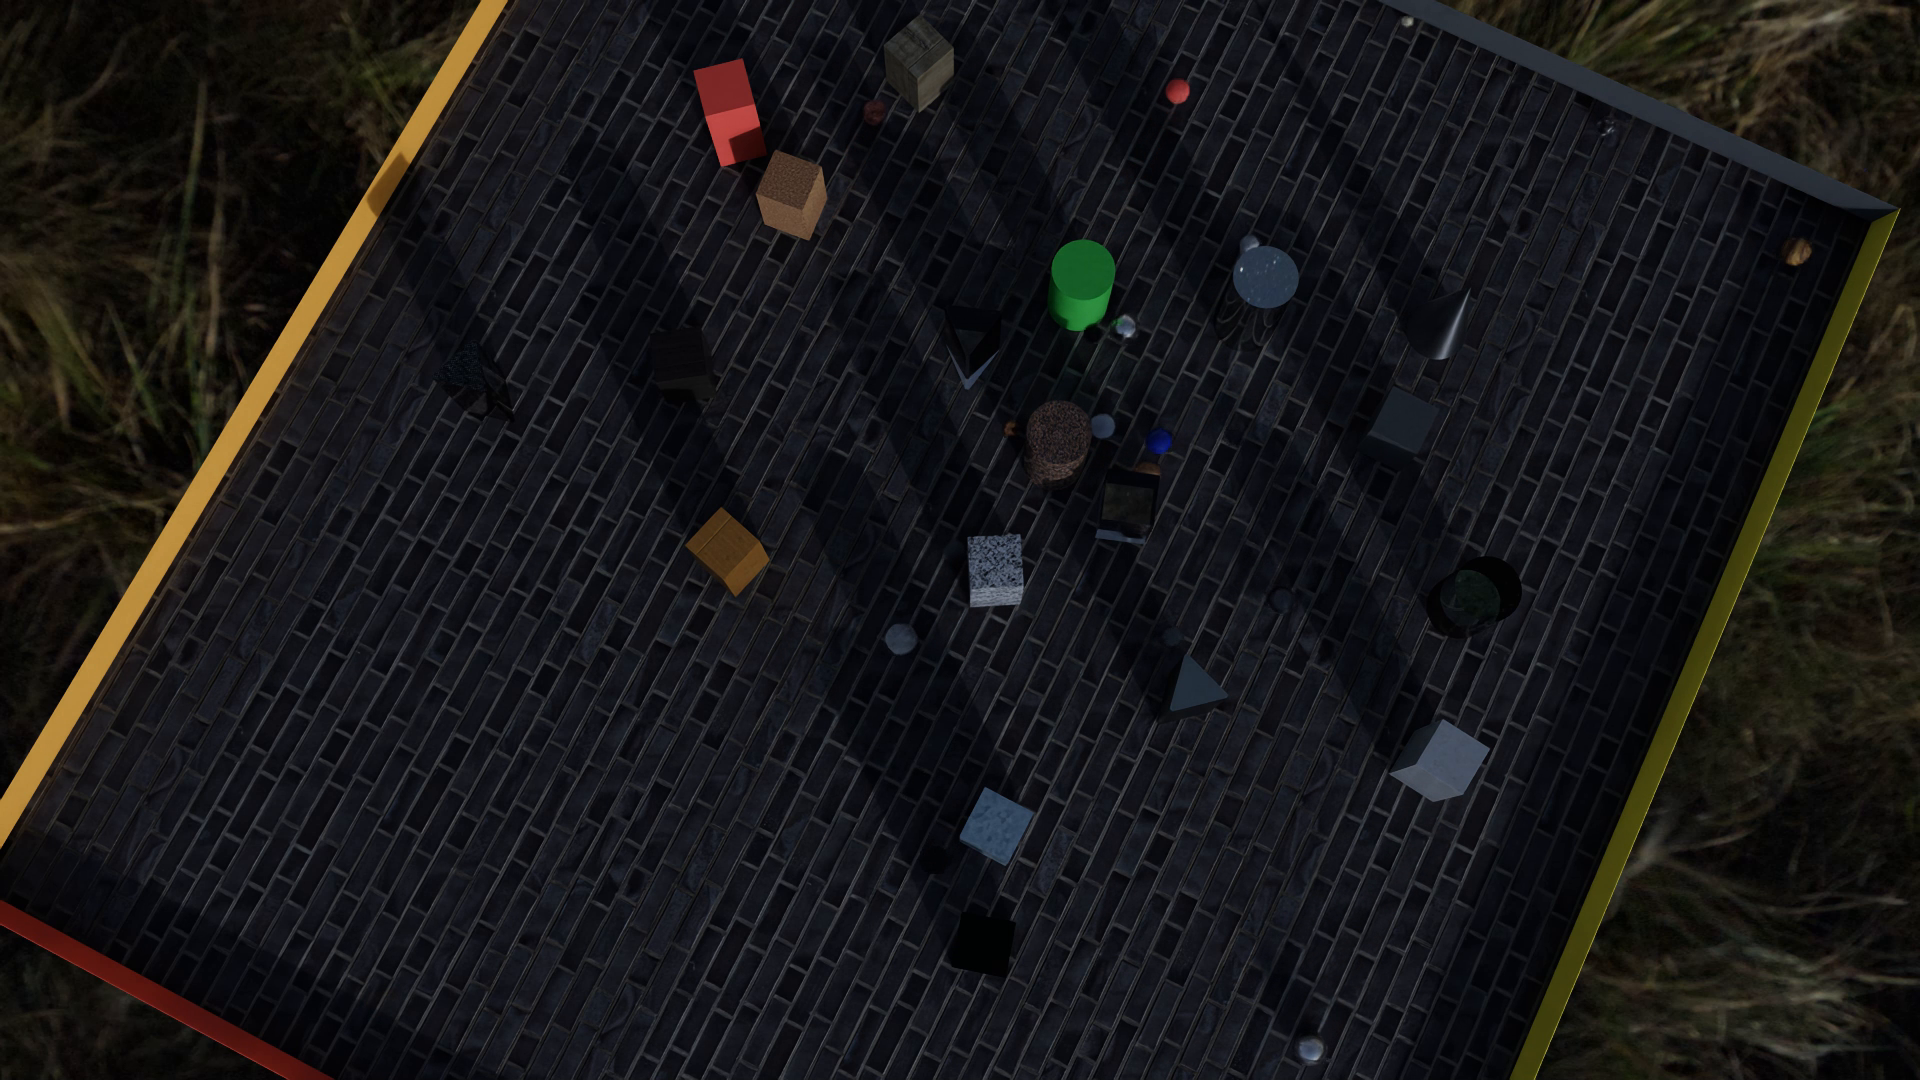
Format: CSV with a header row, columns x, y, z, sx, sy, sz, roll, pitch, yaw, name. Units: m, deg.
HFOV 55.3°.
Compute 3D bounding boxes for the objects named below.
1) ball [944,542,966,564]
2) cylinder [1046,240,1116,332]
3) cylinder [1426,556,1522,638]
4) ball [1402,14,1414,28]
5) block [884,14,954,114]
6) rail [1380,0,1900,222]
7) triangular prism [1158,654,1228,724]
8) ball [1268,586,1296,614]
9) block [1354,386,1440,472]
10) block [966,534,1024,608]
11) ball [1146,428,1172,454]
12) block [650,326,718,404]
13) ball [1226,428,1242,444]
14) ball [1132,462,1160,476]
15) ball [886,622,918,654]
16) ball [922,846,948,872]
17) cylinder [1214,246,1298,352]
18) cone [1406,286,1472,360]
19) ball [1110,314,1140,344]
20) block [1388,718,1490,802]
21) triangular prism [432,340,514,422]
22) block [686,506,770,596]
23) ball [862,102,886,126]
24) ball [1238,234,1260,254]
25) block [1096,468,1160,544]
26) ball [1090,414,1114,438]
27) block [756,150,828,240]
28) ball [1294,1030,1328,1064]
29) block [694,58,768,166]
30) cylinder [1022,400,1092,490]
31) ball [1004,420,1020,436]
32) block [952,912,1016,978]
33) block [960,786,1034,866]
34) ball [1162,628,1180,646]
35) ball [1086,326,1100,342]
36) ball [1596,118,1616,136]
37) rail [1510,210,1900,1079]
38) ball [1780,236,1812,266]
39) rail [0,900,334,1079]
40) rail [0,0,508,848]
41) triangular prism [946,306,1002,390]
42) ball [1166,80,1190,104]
x,y,z,sx,sy,sz,roll,pitch,yaw,name
-0.013,0.038,5.574,0.068,0.068,0.068,0,78,0,ball
0.370,-0.779,5.628,0.192,0.293,0.192,0,78,0,cylinder
1.515,0.173,5.414,0.192,0.326,0.192,0,78,0,cylinder
1.453,-1.684,5.944,0.042,0.042,0.042,0,78,0,ball
-0.128,-1.505,5.801,0.154,0.248,0.154,-43,81,-8,block
0.994,-1.940,5.953,4.300,0.125,0.045,26,80,5,rail
0.656,0.427,5.344,0.166,0.361,0.144,-13,79,-3,triangular prism
0.972,0.181,5.537,0.083,0.083,0.083,0,78,0,ball
1.327,-0.336,5.568,0.154,0.231,0.154,28,80,5,block
0.103,0.093,5.439,0.154,0.310,0.154,-3,78,-1,block
0.613,-0.305,5.639,0.080,0.080,0.080,0,78,0,ball
-0.844,-0.532,5.604,0.154,0.241,0.154,-9,78,-2,block
0.846,-0.319,5.657,0.049,0.049,0.049,0,78,0,ball
0.569,-0.193,5.610,0.091,0.091,0.091,0,78,0,ball
-0.175,0.297,5.506,0.096,0.096,0.096,0,78,0,ball
-0.074,0.937,5.383,0.078,0.078,0.078,0,78,0,ball
0.892,-0.725,5.553,0.192,0.419,0.192,0,78,0,cylinder
1.495,-0.699,5.556,0.192,0.402,0.192,0,78,0,cone
0.516,-0.659,5.706,0.092,0.092,0.092,0,78,0,ball
1.386,0.642,5.315,0.154,0.330,0.154,33,80,6,block
-1.447,-0.490,5.545,0.166,0.339,0.144,15,79,3,triangular prism
-0.690,0.039,5.459,0.154,0.292,0.154,41,81,8,block
-0.275,-1.364,5.860,0.075,0.075,0.075,0,78,0,ball
0.912,-0.928,5.775,0.065,0.065,0.065,0,78,0,ball
0.500,-0.098,5.498,0.154,0.271,0.154,8,78,2,block
0.438,-0.351,5.650,0.078,0.078,0.078,0,78,0,ball
-0.522,-1.072,5.708,0.154,0.254,0.154,21,79,4,block
1.008,1.459,5.267,0.094,0.094,0.094,0,78,0,ball
-0.710,-1.324,5.699,0.154,0.375,0.154,-15,79,-3,block
0.289,-0.281,5.502,0.192,0.338,0.192,0,78,0,cylinder
0.158,-0.345,5.663,0.049,0.049,0.049,0,78,0,ball
0.066,1.153,5.230,0.154,0.290,0.154,11,79,2,block
0.102,0.825,5.259,0.154,0.365,0.154,27,80,5,block
0.639,0.294,5.527,0.055,0.055,0.055,0,78,0,ball
0.417,-0.643,5.726,0.046,0.046,0.046,0,78,0,ball
2.065,-1.322,5.860,0.058,0.058,0.058,0,78,0,ball
1.902,0.938,5.358,0.045,0.125,4.491,26,80,5,rail
2.624,-0.907,5.757,0.091,0.091,0.091,0,78,0,ball
-0.994,1.953,5.148,4.300,0.125,0.045,26,80,5,rail
-1.902,-0.925,5.743,0.045,0.125,4.491,26,80,5,rail
0.015,-0.612,5.563,0.144,0.353,0.166,36,81,7,triangular prism
0.697,-1.437,5.874,0.078,0.078,0.078,0,78,0,ball
